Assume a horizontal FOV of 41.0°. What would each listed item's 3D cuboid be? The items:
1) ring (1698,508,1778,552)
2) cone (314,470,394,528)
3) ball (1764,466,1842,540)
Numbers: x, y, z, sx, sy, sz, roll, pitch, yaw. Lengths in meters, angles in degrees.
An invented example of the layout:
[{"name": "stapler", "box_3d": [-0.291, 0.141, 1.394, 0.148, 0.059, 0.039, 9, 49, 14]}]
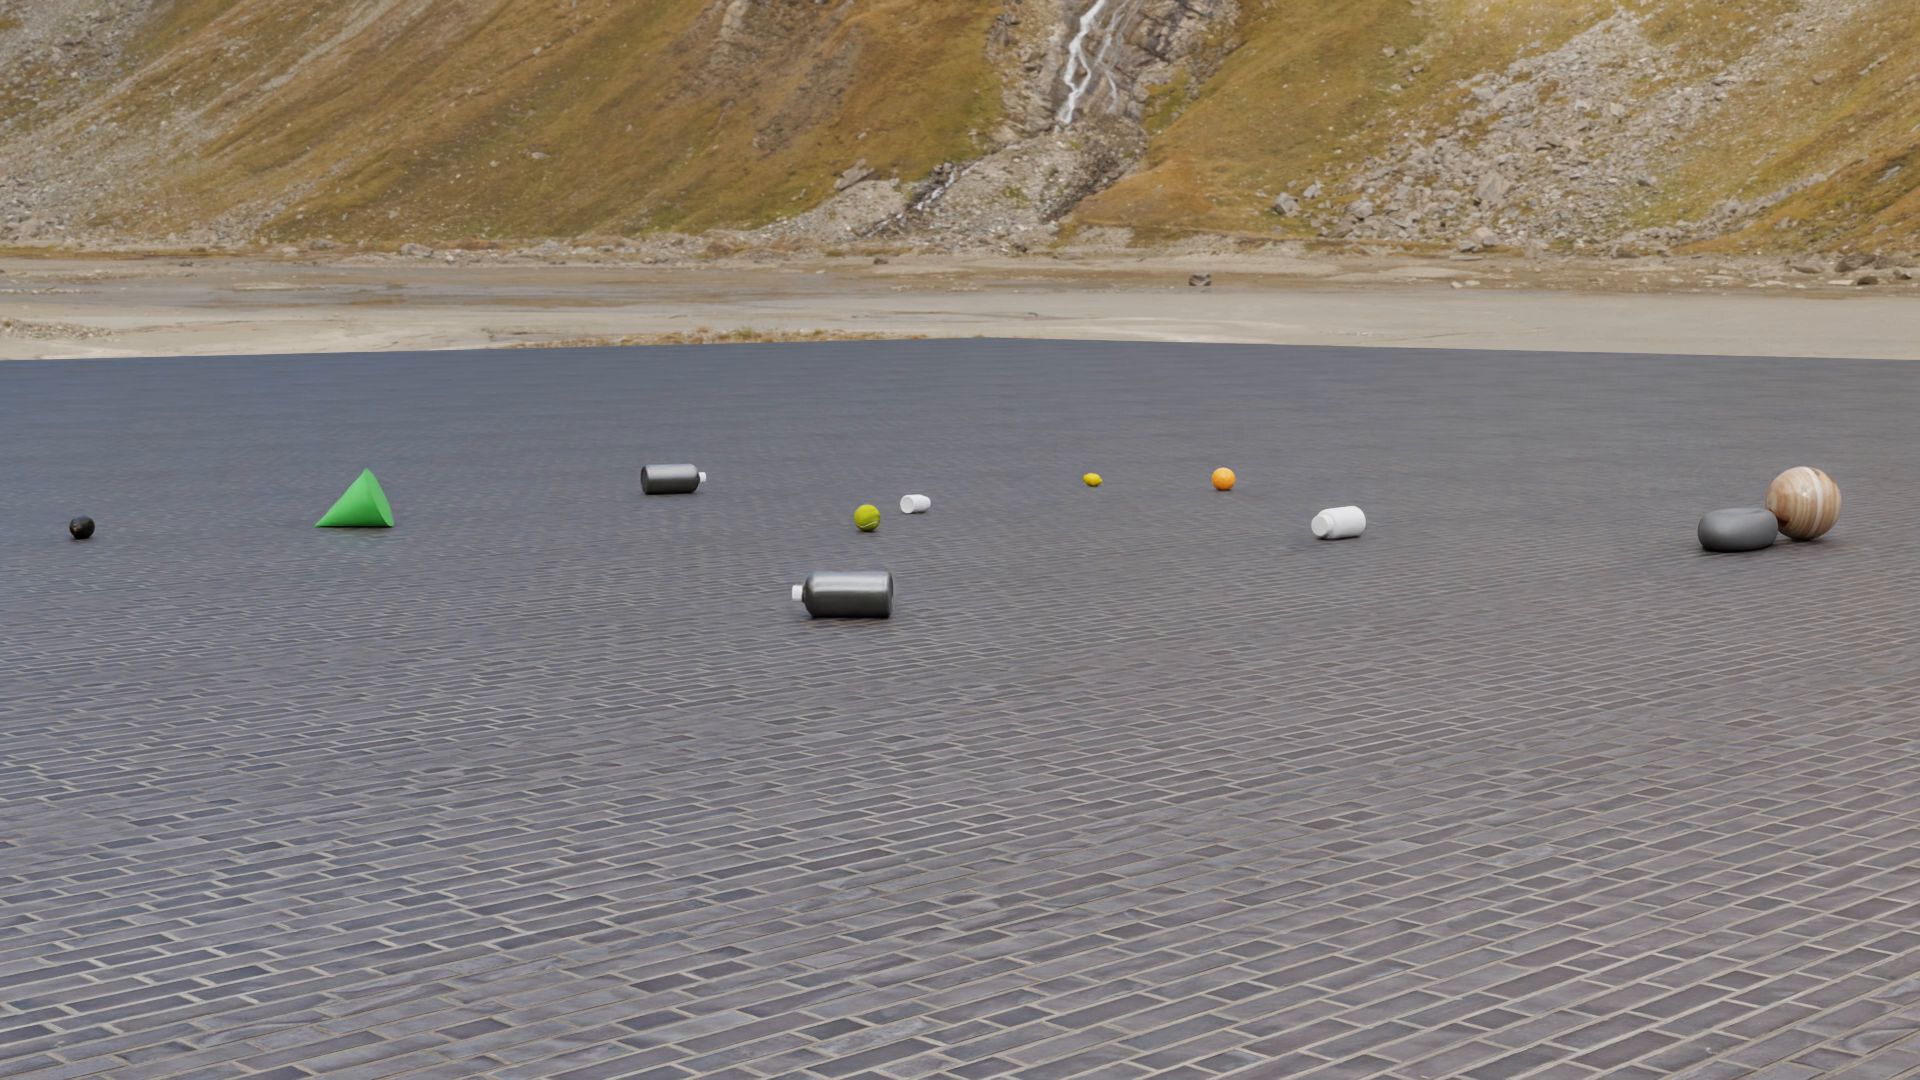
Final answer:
[{"name": "ring", "box_3d": [1.897, -0.026, 6.253, 0.171, 0.087, 0.374, 2, 5, 31]}, {"name": "cone", "box_3d": [-1.612, -0.073, 6.744, 0.188, 0.165, 0.180, -24, 21, 0]}, {"name": "ball", "box_3d": [2.106, -0.092, 6.408, 0.184, 0.184, 0.184, 0, 6, 0]}]
